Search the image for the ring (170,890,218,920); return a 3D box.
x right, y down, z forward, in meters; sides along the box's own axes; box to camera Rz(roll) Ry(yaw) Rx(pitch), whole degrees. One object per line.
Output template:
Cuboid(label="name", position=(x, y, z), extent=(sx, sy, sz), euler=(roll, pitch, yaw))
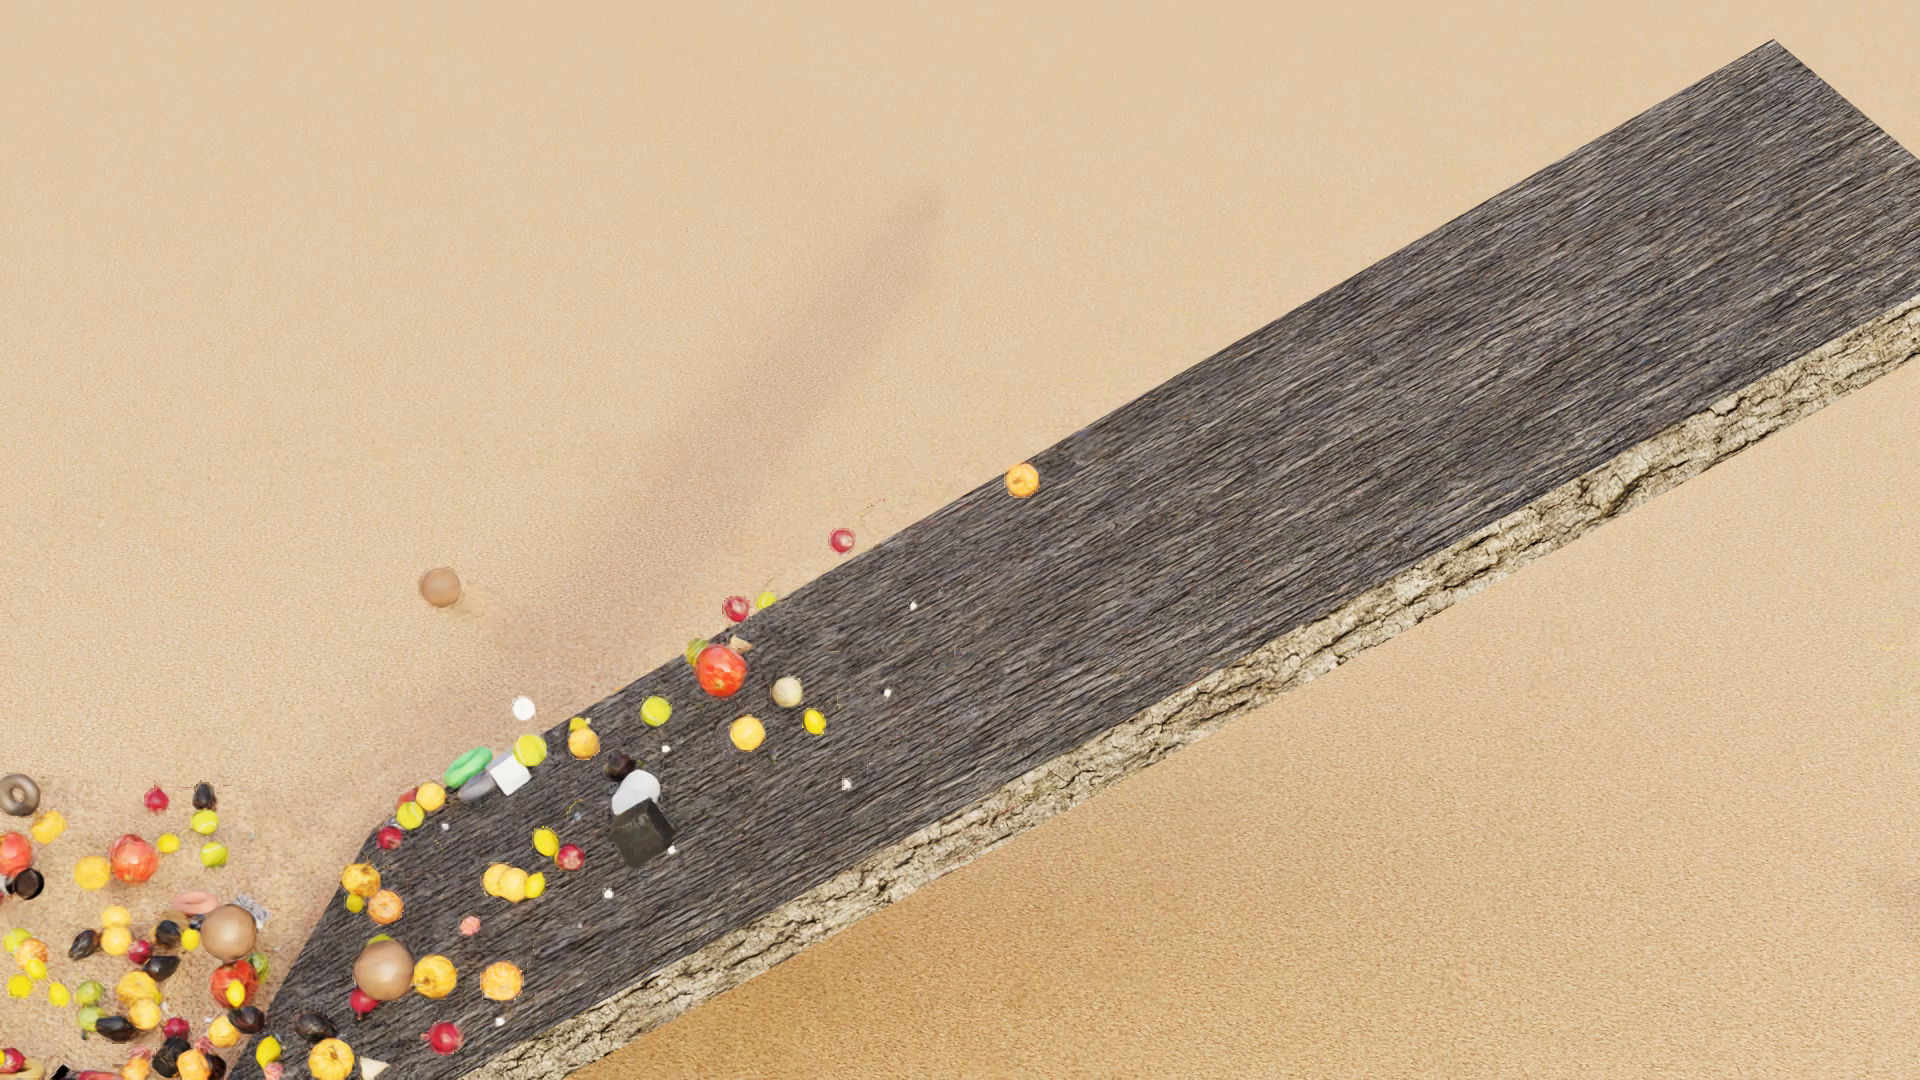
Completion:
Cuboid(label="ring", position=(-1.922, 0.917, 7.385), extent=(0.118, 0.039, 0.118), euler=(1, 20, 0))

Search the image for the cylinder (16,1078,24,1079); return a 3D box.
Cuboid(label="cylinder", position=(-2.064, 1.215, 6.478), extent=(0.055, 0.055, 0.055), euler=(0, -12, 0))

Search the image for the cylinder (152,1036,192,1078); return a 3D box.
Cuboid(label="cylinder", position=(-1.773, 1.164, 6.621), extent=(0.065, 0.065, 0.065), euler=(4, 29, 11))

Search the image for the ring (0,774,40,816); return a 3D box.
Cuboid(label="ring", position=(-2.532, 0.686, 7.909), extent=(0.122, 0.122, 0.041), euler=(4, 13, 10))

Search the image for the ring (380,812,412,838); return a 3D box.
Cuboid(label="ring", position=(-1.440, 0.725, 7.504), extent=(0.088, 0.029, 0.088), euler=(-29, 16, 9))

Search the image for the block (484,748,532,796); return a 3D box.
Cuboid(label="block", position=(-1.110, 0.571, 7.227), extent=(0.076, 0.076, 0.076), euler=(-36, 15, -12))

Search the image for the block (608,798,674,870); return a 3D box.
Cuboid(label="block", position=(-0.665, 0.612, 6.144), extent=(0.092, 0.092, 0.092), euler=(-30, 15, 9))

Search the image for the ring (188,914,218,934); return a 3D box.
Cuboid(label="ring", position=(-1.879, 0.952, 7.301), extent=(0.083, 0.028, 0.083), euler=(-3, 19, 1))

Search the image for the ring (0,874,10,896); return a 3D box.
Cuboid(label="ring", position=(-2.463, 0.877, 7.487), extent=(0.114, 0.038, 0.114), euler=(7, 10, -1))

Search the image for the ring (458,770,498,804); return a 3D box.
Cuboid(label="ring", position=(-1.197, 0.612, 7.345), extent=(0.124, 0.041, 0.124), euler=(-31, 14, 8))

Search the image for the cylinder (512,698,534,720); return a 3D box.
Cuboid(label="cylinder", position=(-1.082, 0.420, 7.292), extent=(0.053, 0.053, 0.053), euler=(-4, -5, -11))

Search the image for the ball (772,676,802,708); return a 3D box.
Cuboid(label="ball", position=(-0.381, 0.336, 6.495), extent=(0.068, 0.068, 0.068), euler=(0, 19, 0))

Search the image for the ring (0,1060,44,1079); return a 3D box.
Cuboid(label="ring", position=(-2.103, 1.195, 6.600), extent=(0.095, 0.032, 0.095), euler=(-4, 18, 1))

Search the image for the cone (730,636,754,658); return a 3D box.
Cuboid(label="cone", position=(-0.522, 0.258, 7.123), extent=(0.056, 0.056, 0.056), euler=(-1, 19, 12))

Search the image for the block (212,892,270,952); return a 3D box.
Cuboid(label="block", position=(-1.753, 0.931, 7.175), extent=(0.090, 0.090, 0.090), euler=(38, 6, -7))

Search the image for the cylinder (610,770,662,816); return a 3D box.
Cuboid(label="cylinder", position=(-0.705, 0.560, 6.408), extent=(0.085, 0.085, 0.085), euler=(8, 42, 21))

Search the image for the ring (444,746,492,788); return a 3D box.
Cuboid(label="ring", position=(-1.263, 0.583, 7.563), extent=(0.140, 0.047, 0.140), euler=(-31, 16, 10))

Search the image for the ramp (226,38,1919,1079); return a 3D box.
Cuboid(label="ramp", position=(0.141, 0.169, 6.288), extent=(4.000, 0.100, 2.000), euler=(-29, 15, 13))

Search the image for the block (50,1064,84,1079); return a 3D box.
Cuboid(label="block", position=(-1.974, 1.203, 6.512), extent=(0.053, 0.053, 0.053), euler=(22, 68, 47))

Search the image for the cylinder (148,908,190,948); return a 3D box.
Cuboid(label="cylinder", position=(-1.930, 0.948, 7.175), extent=(0.070, 0.070, 0.070), euler=(39, 15, -13))

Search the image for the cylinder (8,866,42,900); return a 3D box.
Cuboid(label="cylinder", position=(-2.359, 0.866, 7.414), extent=(0.077, 0.077, 0.077), euler=(-10, -9, -25))
